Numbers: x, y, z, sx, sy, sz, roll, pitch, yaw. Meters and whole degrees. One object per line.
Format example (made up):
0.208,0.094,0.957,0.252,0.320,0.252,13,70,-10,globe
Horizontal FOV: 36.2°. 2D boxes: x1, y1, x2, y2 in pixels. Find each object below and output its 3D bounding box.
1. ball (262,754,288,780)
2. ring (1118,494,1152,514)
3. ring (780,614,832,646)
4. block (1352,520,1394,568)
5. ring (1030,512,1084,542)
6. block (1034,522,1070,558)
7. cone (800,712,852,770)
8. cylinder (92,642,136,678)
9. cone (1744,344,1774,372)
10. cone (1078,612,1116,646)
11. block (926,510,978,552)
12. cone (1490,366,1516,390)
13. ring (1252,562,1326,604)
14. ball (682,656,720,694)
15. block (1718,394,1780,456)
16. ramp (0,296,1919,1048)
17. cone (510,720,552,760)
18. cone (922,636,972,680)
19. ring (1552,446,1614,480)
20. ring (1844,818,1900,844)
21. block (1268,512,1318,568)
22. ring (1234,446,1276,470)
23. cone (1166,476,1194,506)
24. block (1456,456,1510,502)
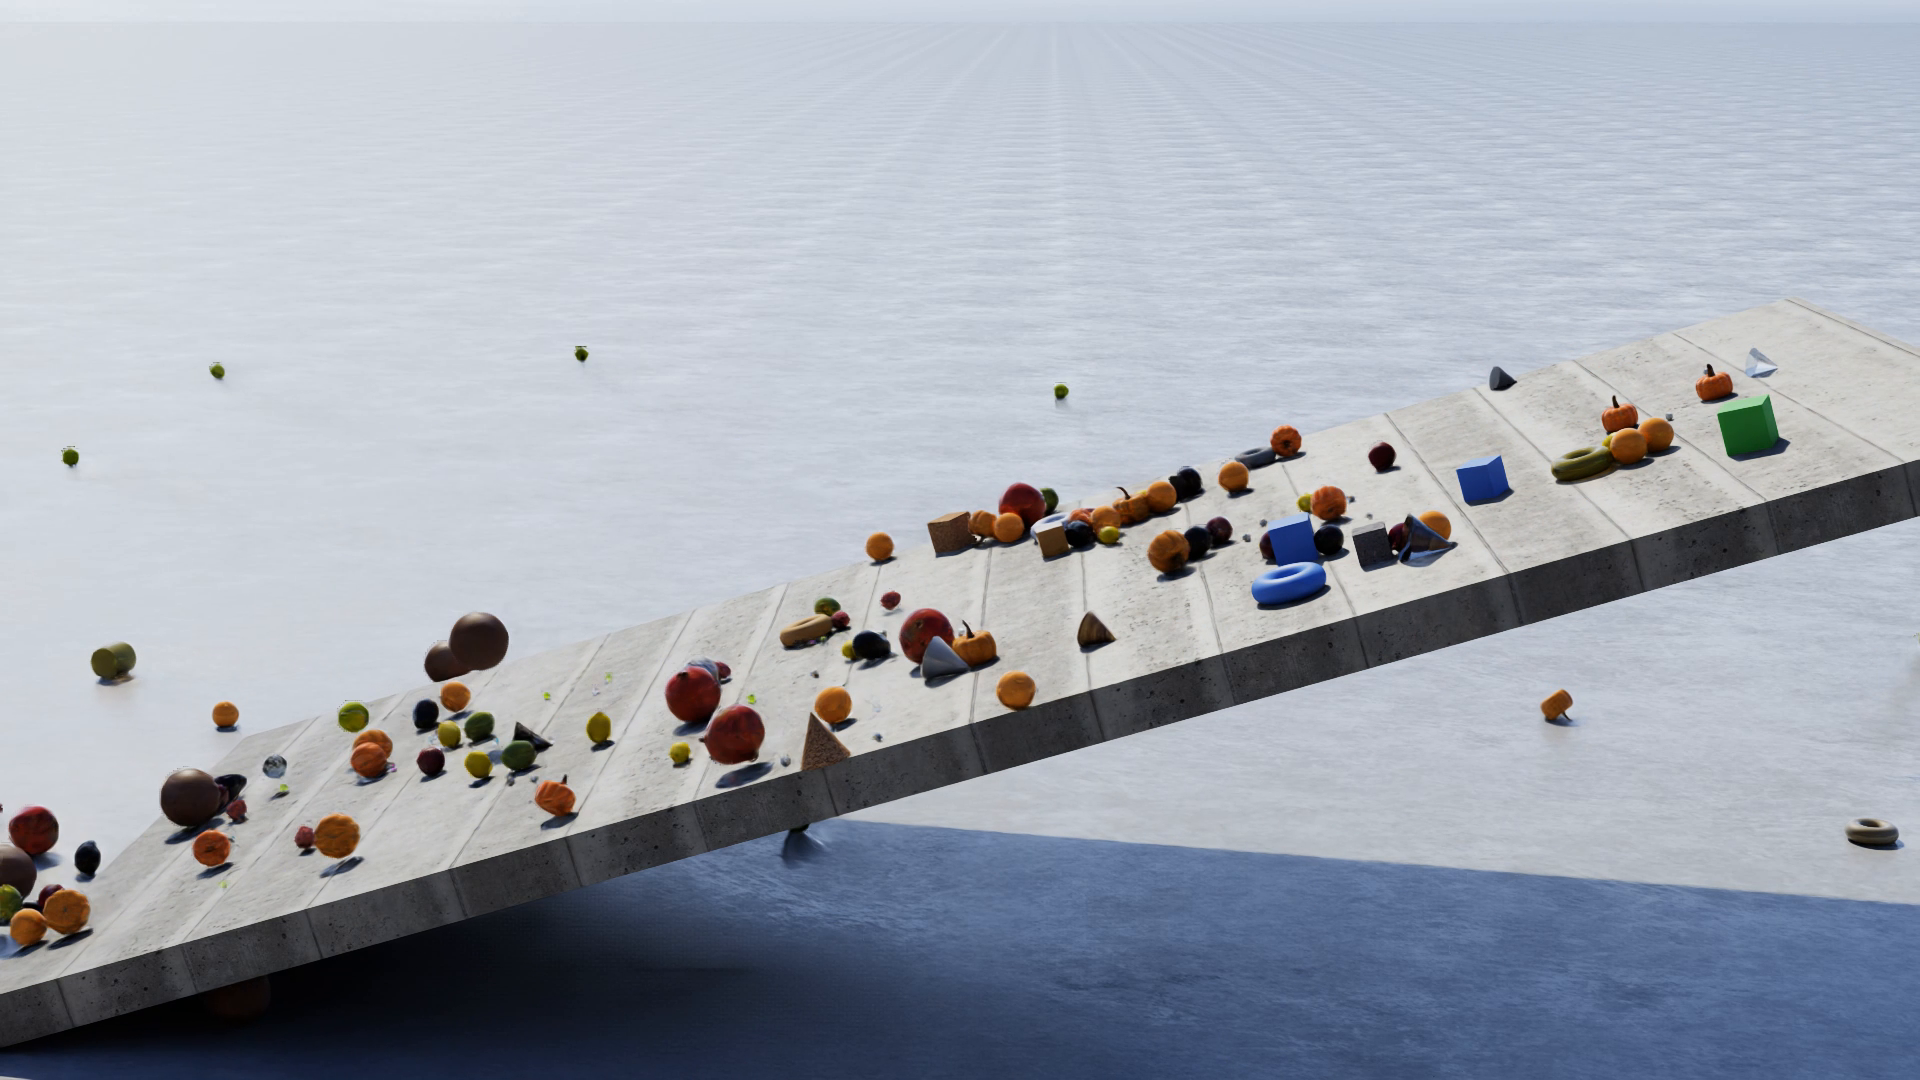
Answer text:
-1.540,0.510,6.609,0.054,0.054,0.054,0,11,0,ball
0.413,-0.084,6.917,0.084,0.028,0.084,-16,11,3,ring
-0.342,0.201,6.545,0.124,0.041,0.124,-19,7,3,ring
0.794,0.008,5.661,0.064,0.064,0.064,-15,10,10,block
0.227,-0.031,6.887,0.128,0.043,0.128,-16,11,3,ring
0.209,0.000,6.686,0.062,0.062,0.062,-17,10,-1,block
-0.259,0.358,5.371,0.097,0.097,0.097,-16,10,3,cone
-2.452,0.349,8.522,0.091,0.091,0.091,4,11,18,cylinder
1.736,-0.377,6.336,0.065,0.065,0.065,28,-1,-24,cone
0.273,0.182,5.658,0.070,0.070,0.070,19,18,25,cone
-0.019,-0.019,7.132,0.076,0.076,0.076,-7,14,45,block
1.316,-0.385,7.085,0.062,0.062,0.062,8,9,-12,cone
0.624,0.082,5.578,0.145,0.048,0.145,-16,11,3,ring
-0.556,0.289,6.295,0.082,0.082,0.082,0,11,0,ball
1.518,-0.221,5.663,0.087,0.087,0.087,-12,11,27,block
0.090,0.187,6.320,4.000,0.100,2.000,-16,10,5,ramp
-0.903,0.429,6.223,0.083,0.083,0.083,9,9,-10,cone
-0.016,0.243,5.772,0.090,0.090,0.090,16,16,19,cone
1.243,-0.153,5.873,0.128,0.043,0.128,-18,9,3,ring
2.136,0.683,6.891,0.123,0.041,0.123,1,11,0,ring
0.665,0.001,5.861,0.082,0.082,0.082,-15,10,10,block
0.705,-0.196,7.032,0.103,0.034,0.103,-15,11,3,ring
0.499,-0.102,6.864,0.067,0.067,0.067,9,52,40,cone
1.056,-0.124,5.944,0.069,0.069,0.069,-9,12,37,block
